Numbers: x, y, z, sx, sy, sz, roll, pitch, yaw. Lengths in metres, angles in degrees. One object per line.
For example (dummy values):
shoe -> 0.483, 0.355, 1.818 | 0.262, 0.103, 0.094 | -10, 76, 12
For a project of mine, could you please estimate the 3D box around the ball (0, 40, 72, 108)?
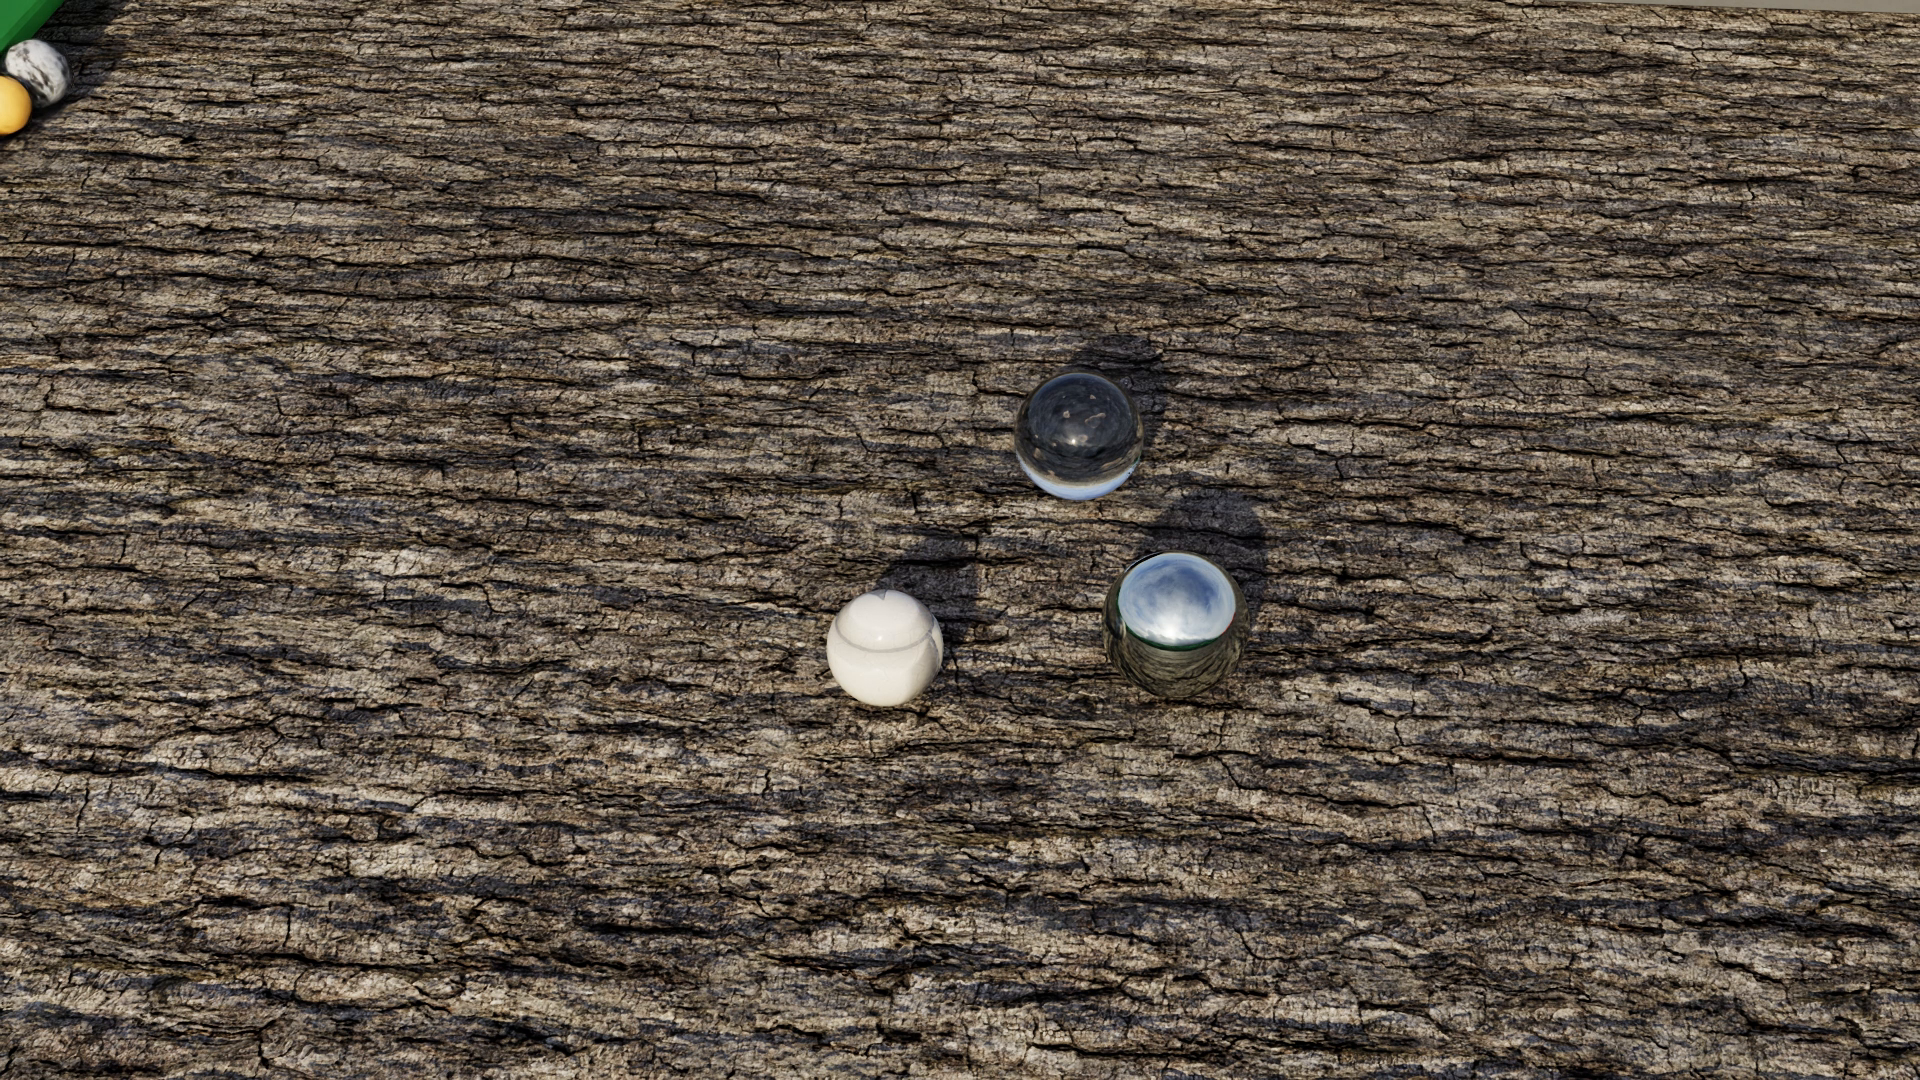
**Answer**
ball -> -0.829, -0.418, 2.301 | 0.061, 0.061, 0.061 | 0, 36, 0

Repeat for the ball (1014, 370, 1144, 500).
ball -> 0.083, -0.073, 1.794 | 0.091, 0.091, 0.091 | 0, 36, 0

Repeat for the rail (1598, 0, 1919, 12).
rail -> 1.036, -0.541, 2.419 | 3.822, 0.122, 0.045 | 3, 36, 4

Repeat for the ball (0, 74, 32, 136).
ball -> -0.846, -0.383, 2.259 | 0.053, 0.053, 0.053 | 0, 36, 0

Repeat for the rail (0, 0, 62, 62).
rail -> -0.928, -0.067, 1.757 | 0.045, 0.122, 2.008 | 3, 36, 4

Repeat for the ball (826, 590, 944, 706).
ball -> -0.047, 0.068, 1.612 | 0.074, 0.074, 0.074 | 0, 36, 0

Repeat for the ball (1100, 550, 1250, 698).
ball -> 0.135, 0.053, 1.616 | 0.094, 0.094, 0.094 | 0, 36, 0
